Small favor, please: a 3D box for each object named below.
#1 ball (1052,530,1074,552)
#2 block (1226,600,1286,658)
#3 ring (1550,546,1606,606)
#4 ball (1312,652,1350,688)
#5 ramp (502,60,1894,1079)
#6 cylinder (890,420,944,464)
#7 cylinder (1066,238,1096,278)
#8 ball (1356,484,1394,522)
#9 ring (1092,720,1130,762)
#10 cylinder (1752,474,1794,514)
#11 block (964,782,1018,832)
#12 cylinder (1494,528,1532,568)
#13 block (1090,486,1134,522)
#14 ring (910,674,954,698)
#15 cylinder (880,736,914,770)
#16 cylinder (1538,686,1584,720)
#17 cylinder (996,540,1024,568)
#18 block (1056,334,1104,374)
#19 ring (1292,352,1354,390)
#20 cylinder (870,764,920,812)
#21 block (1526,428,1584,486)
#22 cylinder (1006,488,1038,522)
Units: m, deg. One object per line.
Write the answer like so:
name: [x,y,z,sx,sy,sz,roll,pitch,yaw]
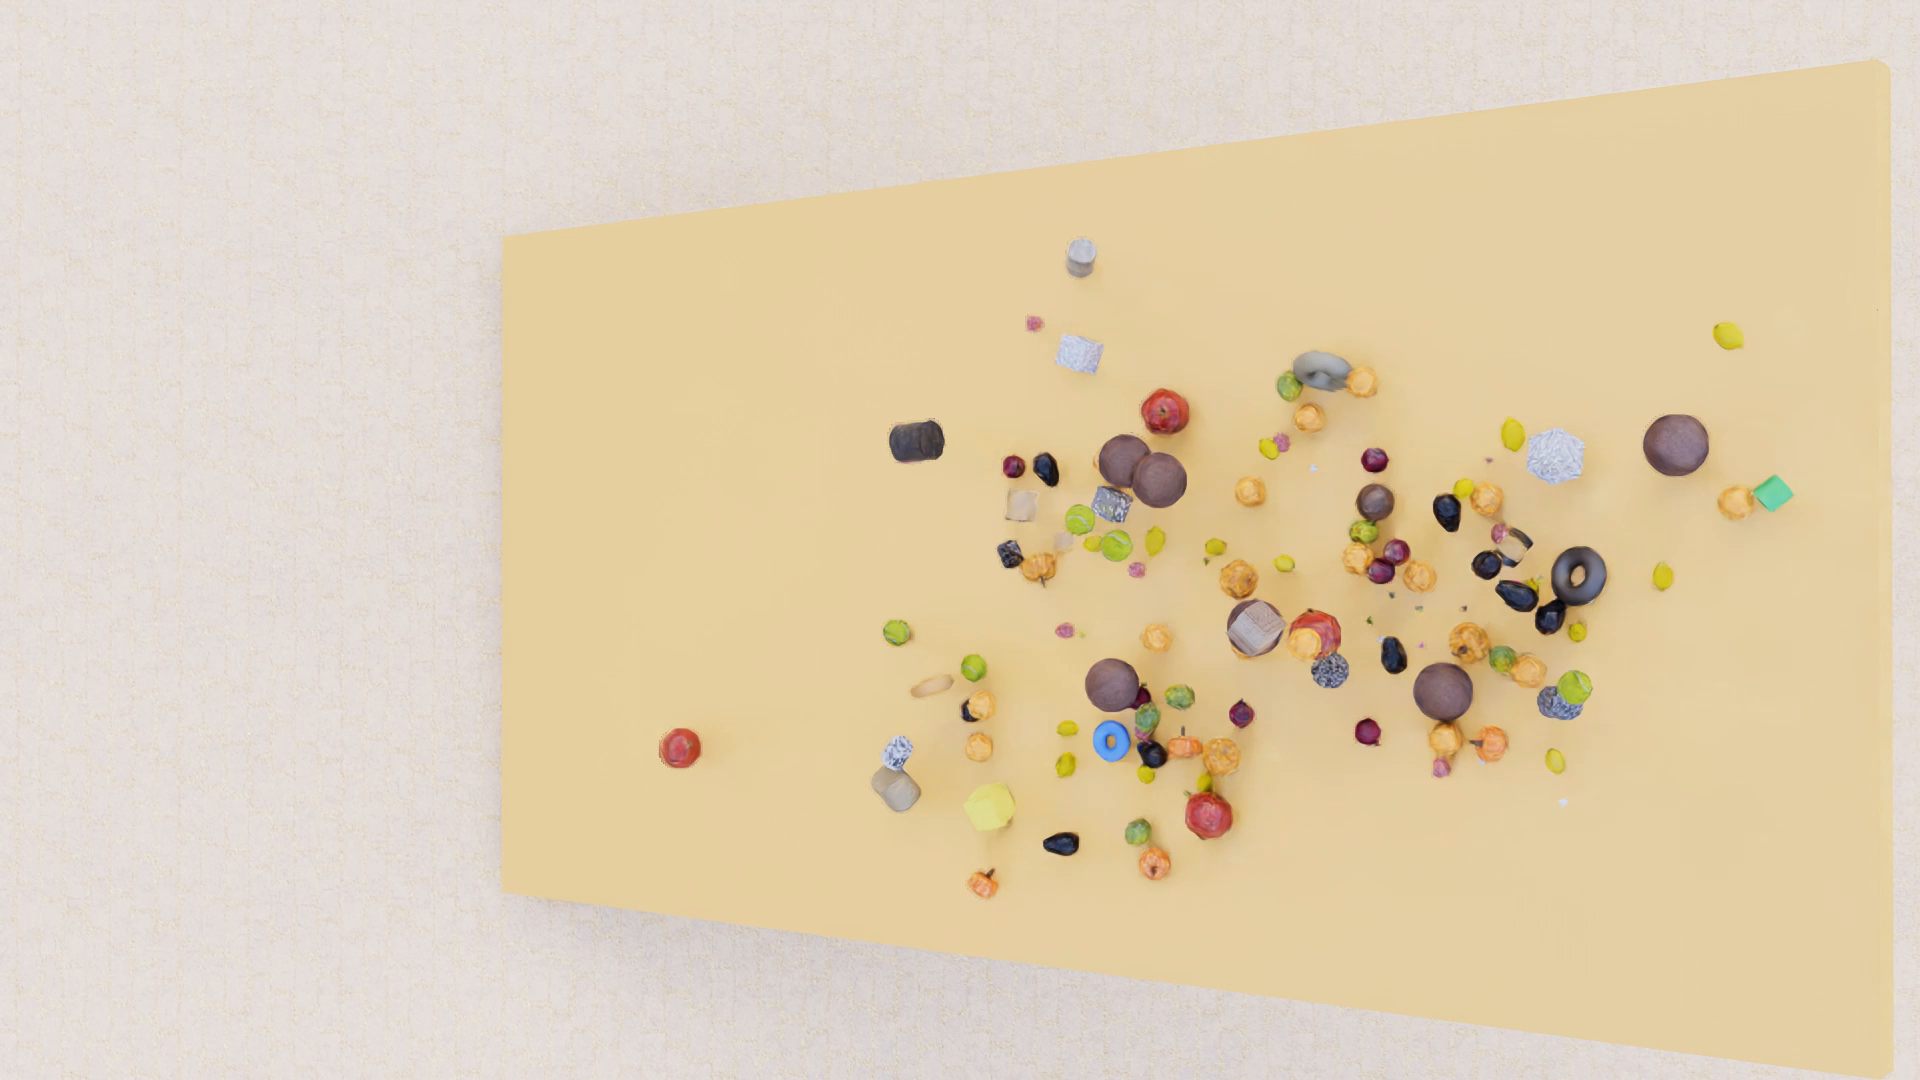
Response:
ball: [0.256,0.004,5.436,0.055,0.055,0.055,0,90,0]
block: [0.654,0.196,4.851,0.079,0.079,0.079,46,130,18]
ring: [1.304,0.076,4.637,0.043,0.129,0.129,17,89,-40]
ball: [0.838,0.295,4.978,0.084,0.084,0.084,0,90,0]
ramp: [0.232,0.065,5.550,4.000,0.100,2.000,0,89,37]
cylinder: [-0.106,-0.240,5.400,0.096,0.096,0.096,-4,89,39]
cylinder: [0.296,-0.688,5.372,0.069,0.069,0.069,1,65,-3]
ball: [0.928,-0.084,4.912,0.086,0.086,0.086,0,90,0]
ring: [0.369,0.489,5.361,0.102,0.034,0.102,-1,88,36]
cylinder: [1.617,-0.093,4.372,0.057,0.057,0.057,-41,90,14]
block: [0.076,0.671,5.530,0.083,0.083,0.083,-19,106,35]
cylinder: [1.189,0.017,4.724,0.060,0.060,0.060,29,125,0]
block: [0.367,-0.087,5.346,0.065,0.065,0.065,30,107,33]
ring: [-0.071,0.371,5.586,0.117,0.117,0.039,-19,89,0]
cylinder: [-0.159,0.540,5.577,0.062,0.062,0.062,34,122,0]
cylinder: [1.253,0.339,4.591,0.070,0.070,0.070,0,88,-11]
cylinder: [0.128,0.036,5.532,0.054,0.054,0.054,-23,73,0]
block: [0.294,-0.457,5.397,0.076,0.076,0.076,24,104,35]
ring: [0.819,-0.380,4.958,0.140,0.140,0.047,17,71,0]
cylinder: [-0.165,0.635,5.645,0.093,0.093,0.093,-39,121,0]
block: [1.254,-0.176,4.633,0.080,0.080,0.080,26,64,-26]
cylinder: [0.155,-0.086,5.499,0.076,0.076,0.076,6,94,0]
